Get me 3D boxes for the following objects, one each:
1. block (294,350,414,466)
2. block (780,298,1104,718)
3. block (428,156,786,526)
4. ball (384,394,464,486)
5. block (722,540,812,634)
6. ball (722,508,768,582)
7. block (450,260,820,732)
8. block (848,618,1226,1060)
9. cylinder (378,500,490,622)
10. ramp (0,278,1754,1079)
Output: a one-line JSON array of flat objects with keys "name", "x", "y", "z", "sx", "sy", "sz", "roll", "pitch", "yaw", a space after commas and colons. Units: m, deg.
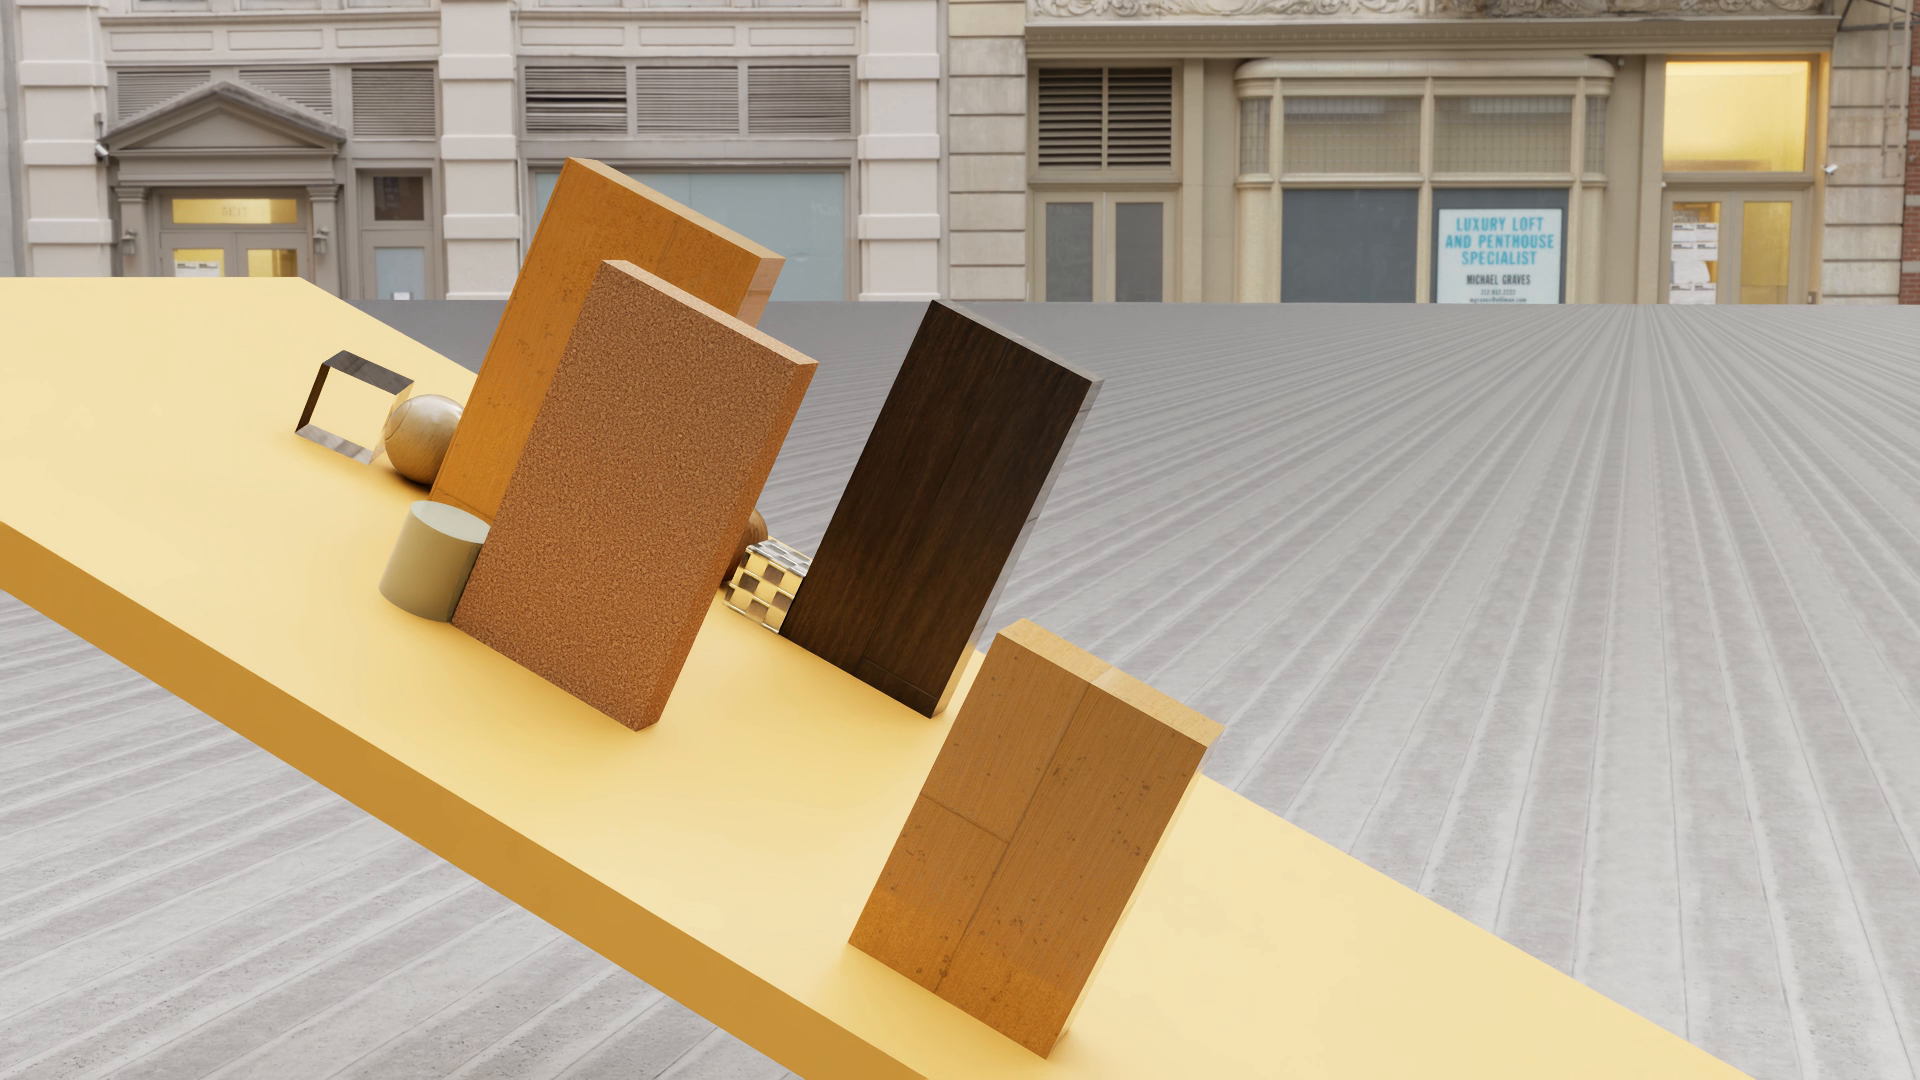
[{"name": "block", "x": -1.233, "y": -0.272, "z": 4.486, "sx": 0.158, "sy": 0.158, "sz": 0.158, "roll": 24, "pitch": 14, "yaw": -6}, {"name": "block", "x": -0.043, "y": -0.063, "z": 4.509, "sx": 0.368, "sy": 0.773, "sz": 0.107, "roll": 28, "pitch": 14, "yaw": 12}, {"name": "block", "x": -0.697, "y": -0.303, "z": 4.287, "sx": 0.440, "sy": 0.754, "sz": 0.125, "roll": 28, "pitch": 14, "yaw": 12}, {"name": "ball", "x": -1.072, "y": -0.204, "z": 4.460, "sx": 0.185, "sy": 0.185, "sz": 0.185, "roll": 0, "pitch": 7, "yaw": 0}, {"name": "block", "x": -0.391, "y": 0.098, "z": 4.642, "sx": 0.138, "sy": 0.138, "sz": 0.138, "roll": 28, "pitch": 14, "yaw": 12}, {"name": "ball", "x": -0.502, "y": -0.003, "z": 4.726, "sx": 0.182, "sy": 0.182, "sz": 0.182, "roll": 0, "pitch": 7, "yaw": 0}, {"name": "block", "x": -0.565, "y": -0.076, "z": 3.776, "sx": 0.392, "sy": 0.703, "sz": 0.094, "roll": 28, "pitch": 14, "yaw": 12}, {"name": "block", "x": 0.114, "y": 0.450, "z": 3.343, "sx": 0.351, "sy": 0.549, "sz": 0.146, "roll": 28, "pitch": 14, "yaw": 12}, {"name": "cylinder", "x": -0.921, "y": 0.038, "z": 3.879, "sx": 0.159, "sy": 0.159, "sz": 0.159, "roll": 24, "pitch": 14, "yaw": -6}, {"name": "ramp", "x": -0.252, "y": 0.427, "z": 4.164, "sx": 4.000, "sy": 0.100, "sz": 2.000, "roll": 28, "pitch": 14, "yaw": 12}]
